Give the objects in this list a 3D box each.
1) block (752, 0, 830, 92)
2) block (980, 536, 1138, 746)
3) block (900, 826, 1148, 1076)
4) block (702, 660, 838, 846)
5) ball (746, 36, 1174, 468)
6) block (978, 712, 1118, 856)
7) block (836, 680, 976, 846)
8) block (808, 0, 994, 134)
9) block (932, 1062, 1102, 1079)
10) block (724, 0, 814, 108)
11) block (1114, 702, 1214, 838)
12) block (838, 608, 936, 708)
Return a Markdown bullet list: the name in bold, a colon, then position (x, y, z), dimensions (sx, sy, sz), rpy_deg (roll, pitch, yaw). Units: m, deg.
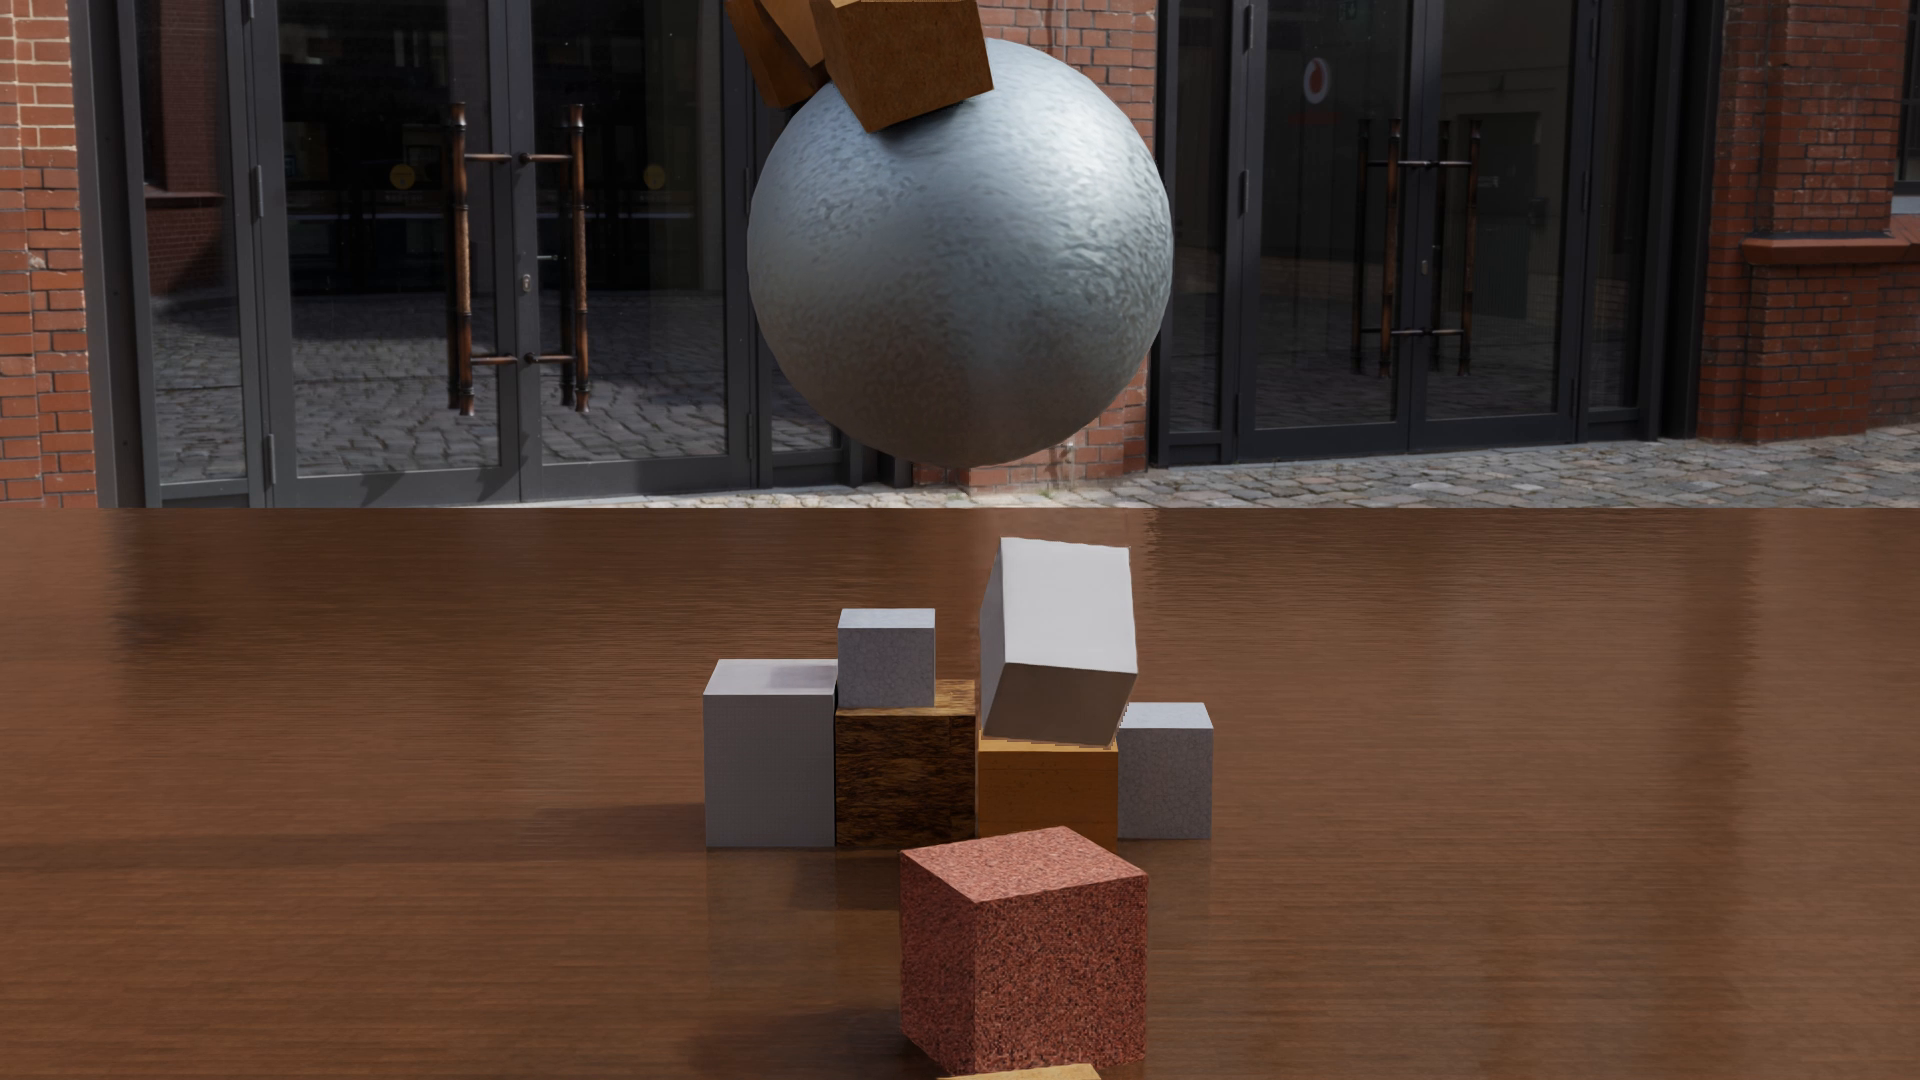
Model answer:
- **block**: position (-0.492, -1.973, 8.240), dimensions (0.400, 0.418, 0.458), rpy_deg (-37, -7, -1)
- **block**: position (0.302, 0.323, 6.950), dimensions (0.409, 0.408, 0.484), rpy_deg (5, 51, -8)
- **block**: position (0.240, 1.616, 8.573), dimensions (0.735, 0.753, 0.665), rpy_deg (-5, 11, -25)
- **block**: position (-0.955, 1.088, 11.375), dimensions (0.647, 0.789, 0.761), rpy_deg (0, 10, 0)
- **ball**: position (0.000, -1.070, 8.242), dimensions (1.600, 1.600, 1.600), rpy_deg (0, 10, 0)
- **block**: position (0.412, 1.269, 10.555), dimensions (0.644, 0.727, 0.715), rpy_deg (0, 10, 1)
- **block**: position (-0.272, 1.143, 11.382), dimensions (0.698, 0.679, 0.739), rpy_deg (0, 10, 0)
- **block**: position (-0.223, -1.777, 7.513), dimensions (0.465, 0.470, 0.503), rpy_deg (-20, 40, -7)
- **block**: position (0.170, 2.039, 6.482), dimensions (0.671, 0.651, 0.770), rpy_deg (-3, 12, -14)
- **block**: position (-0.602, -2.030, 8.774), dimensions (0.497, 0.446, 0.465), rpy_deg (-24, 16, -7)
- **block**: position (1.013, 1.189, 11.402), dimensions (0.537, 0.580, 0.513), rpy_deg (0, 10, 1)
- **block**: position (-0.373, 0.602, 11.307), dimensions (0.485, 0.410, 0.461), rpy_deg (0, 10, 0)
